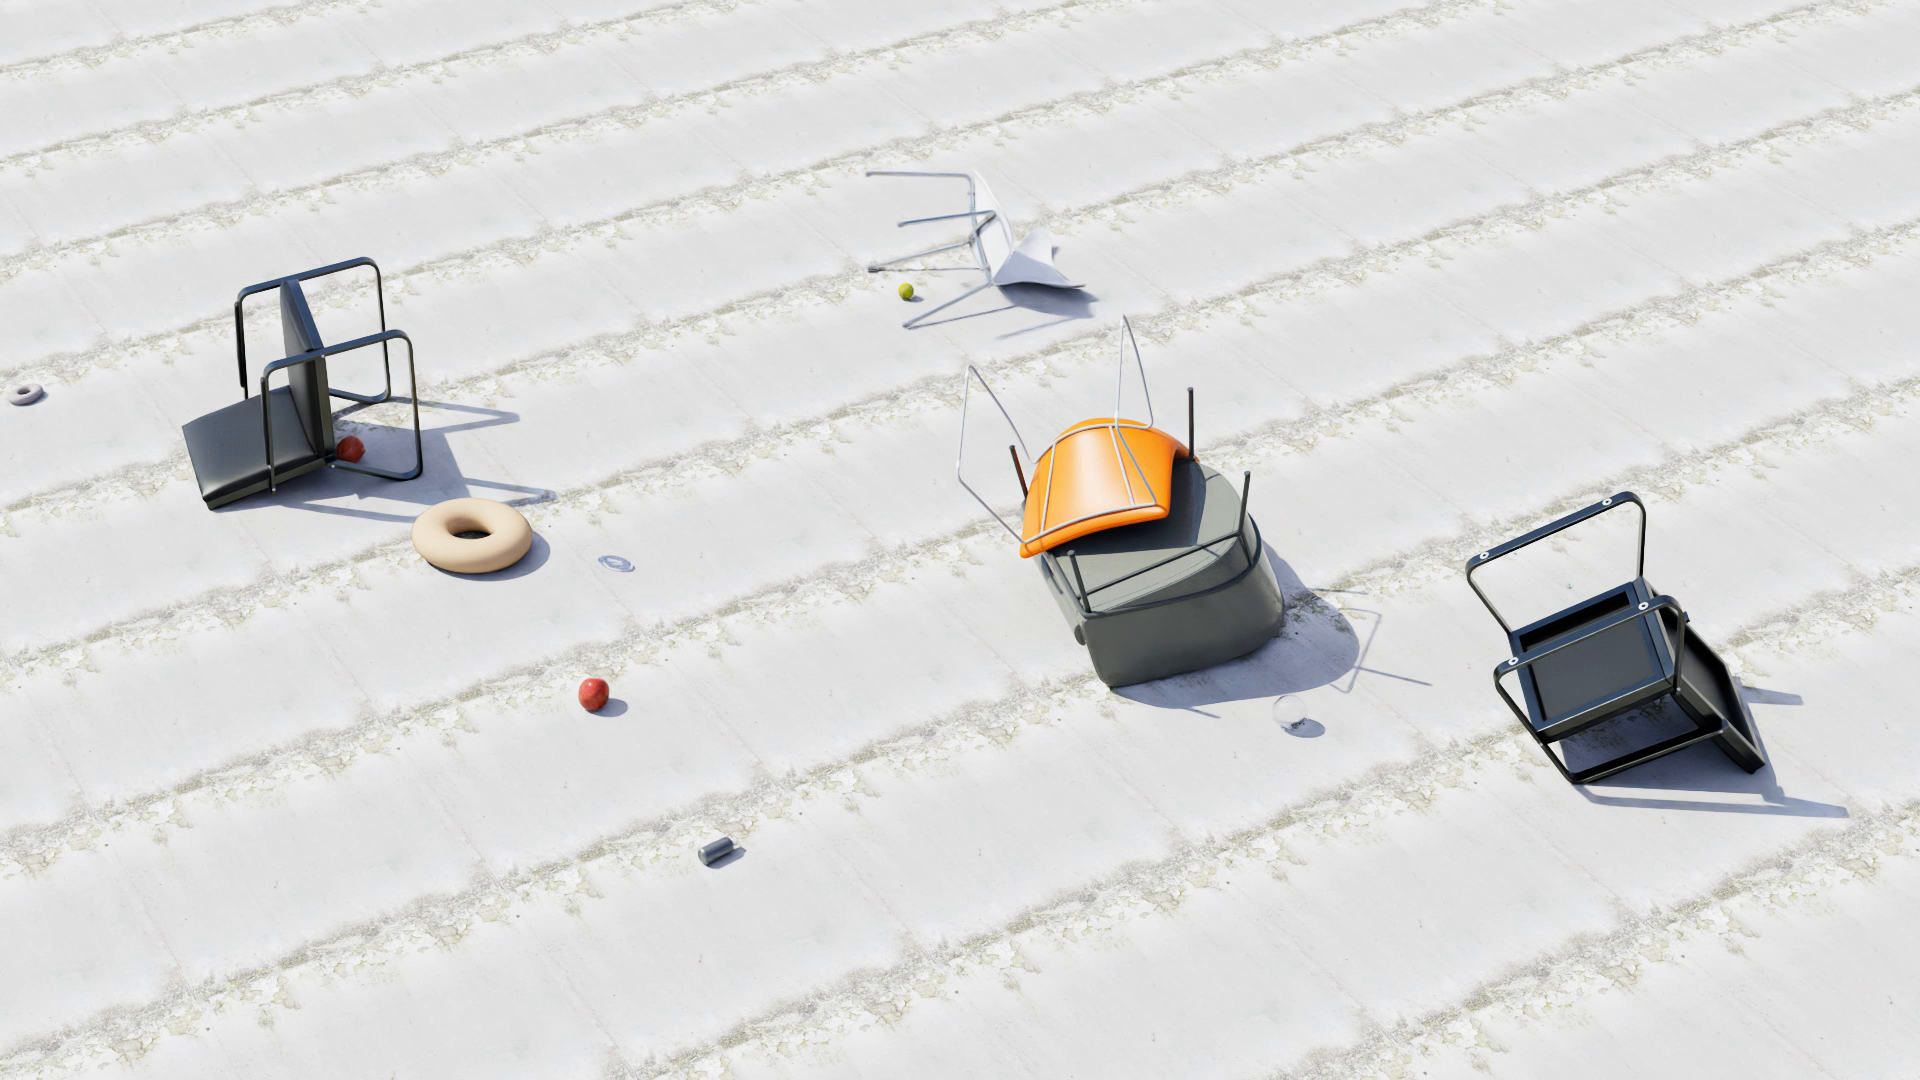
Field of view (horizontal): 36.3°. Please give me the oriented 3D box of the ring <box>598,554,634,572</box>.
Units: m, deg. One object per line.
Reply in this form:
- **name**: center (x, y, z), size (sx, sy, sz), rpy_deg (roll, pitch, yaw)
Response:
- **ring**: center (-1.269, 0.085, 10.800), size (0.148, 0.018, 0.075), rpy_deg (17, 37, 23)

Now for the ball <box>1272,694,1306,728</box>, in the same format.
- **ball**: center (1.119, 0.583, 9.955), size (0.115, 0.115, 0.115), rpy_deg (0, 33, 0)

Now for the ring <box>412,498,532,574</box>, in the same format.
- **ring**: center (-1.809, -0.018, 10.867), size (0.465, 0.119, 0.403), rpy_deg (16, 37, 21)

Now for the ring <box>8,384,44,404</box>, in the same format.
- **ring**: center (-3.762, -0.588, 11.804), size (0.116, 0.036, 0.150), rpy_deg (25, 41, 33)
